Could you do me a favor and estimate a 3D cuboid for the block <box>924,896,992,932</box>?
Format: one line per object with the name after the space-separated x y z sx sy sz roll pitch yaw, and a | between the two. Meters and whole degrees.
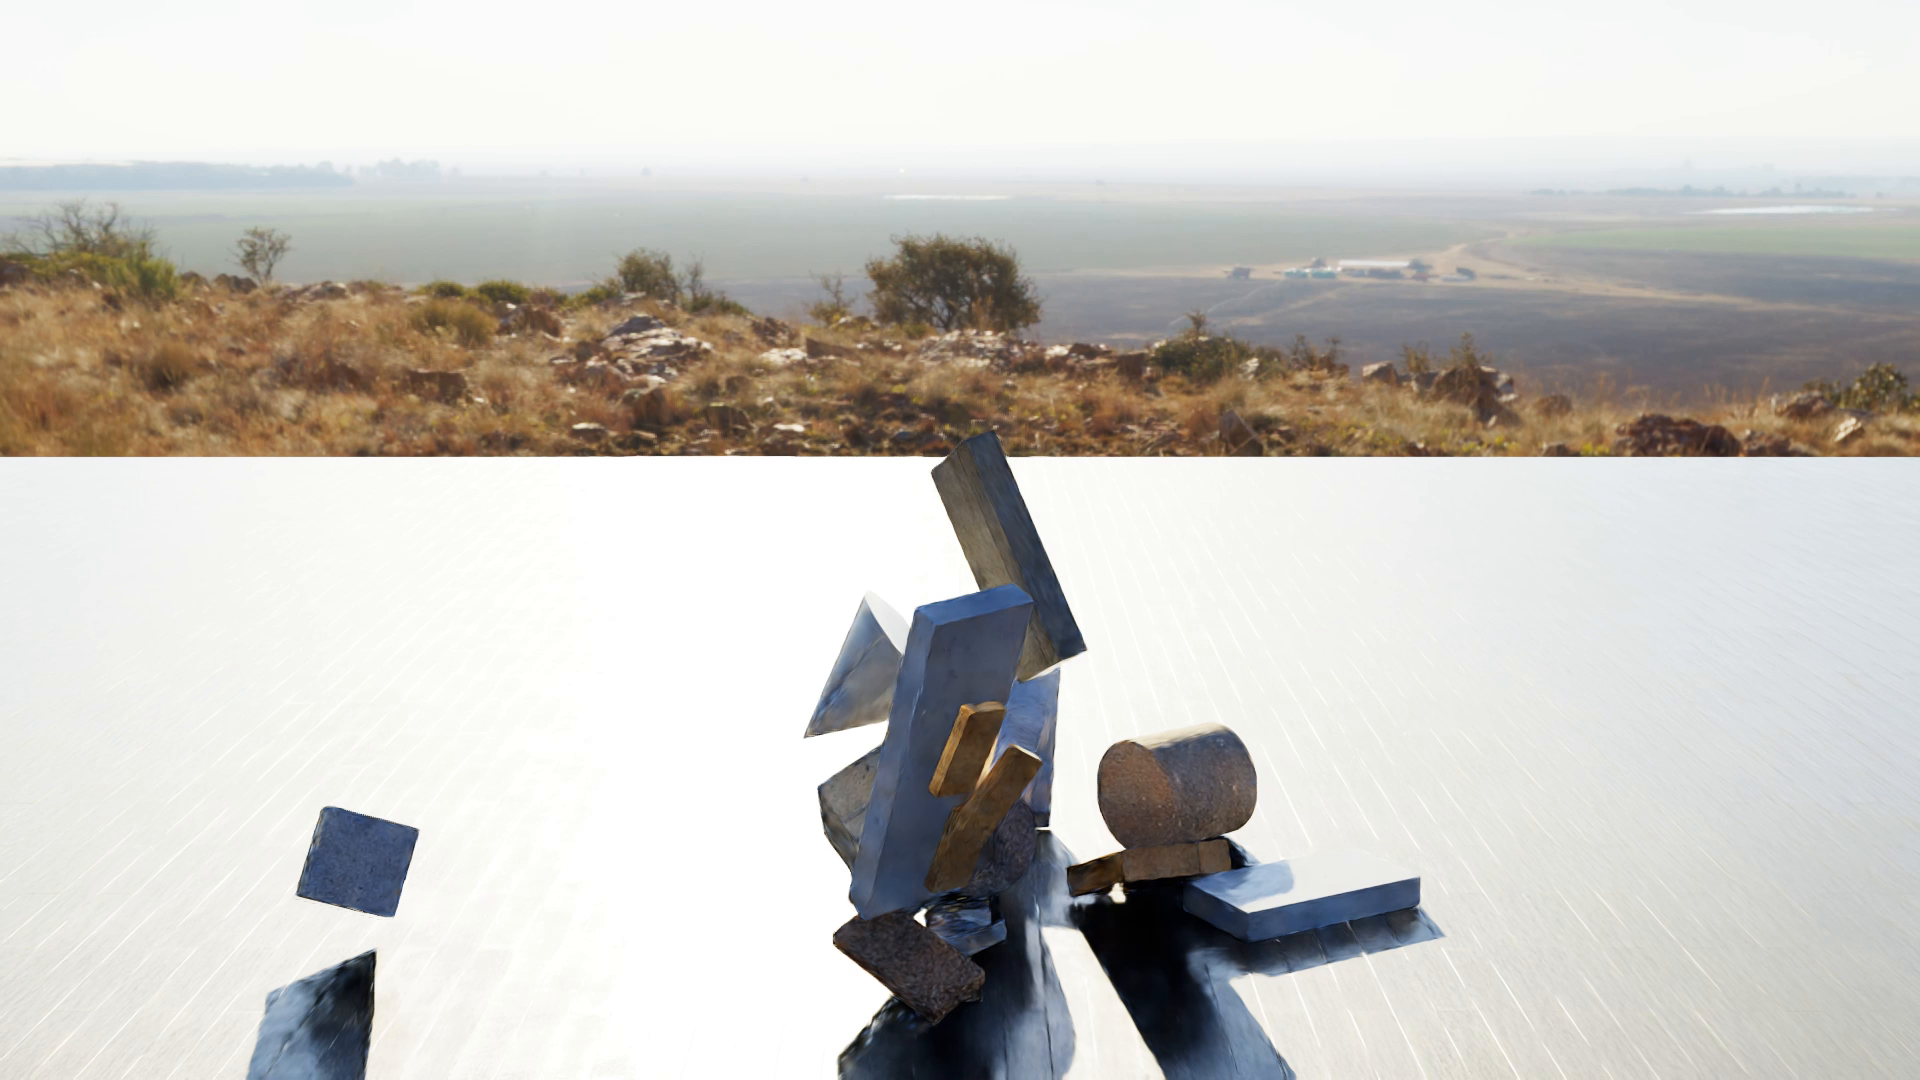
-0.002 0.585 3.440 0.101 0.029 0.202 -7 -4 1 | block

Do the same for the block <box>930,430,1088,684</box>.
0.067 0.027 3.140 0.048 0.338 0.169 -20 -7 -22 | block

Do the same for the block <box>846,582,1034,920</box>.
-0.031 0.299 3.052 0.169 0.507 0.048 -12 39 -37 | block

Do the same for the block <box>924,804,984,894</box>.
0.000 0.438 3.142 0.070 0.140 0.020 -5 34 -42 | block

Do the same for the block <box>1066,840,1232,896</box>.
0.295 0.523 3.499 0.169 0.048 0.338 -4 -12 -13 | block

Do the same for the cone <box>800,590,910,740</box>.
-0.168 0.249 3.553 0.242 0.242 0.242 -40 8 7 | cone

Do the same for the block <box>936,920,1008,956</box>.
-0.006 0.606 3.329 0.101 0.029 0.203 -9 -5 16 | block

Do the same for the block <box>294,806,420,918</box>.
-0.938 0.502 3.421 0.141 0.141 0.141 18 -15 -18 | block

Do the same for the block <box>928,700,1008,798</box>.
0.011 0.288 3.028 0.070 0.140 0.020 -2 32 -43 | block

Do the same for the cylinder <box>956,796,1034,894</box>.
0.022 0.482 3.621 0.190 0.190 0.190 0 -6 -2 | cylinder

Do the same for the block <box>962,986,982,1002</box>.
0.000 0.658 3.265 0.054 0.015 0.109 -2 12 -5 | block

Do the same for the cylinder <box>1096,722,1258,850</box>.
0.386 0.441 3.918 0.203 0.203 0.203 -8 13 -36 | cylinder

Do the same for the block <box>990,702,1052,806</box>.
0.043 0.429 3.965 0.175 0.050 0.351 3 39 14 | block

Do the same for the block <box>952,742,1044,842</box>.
0.054 0.355 3.091 0.020 0.140 0.070 38 2 36 | block

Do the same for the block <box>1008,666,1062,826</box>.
0.091 0.376 4.121 0.175 0.050 0.351 0 48 7 | block

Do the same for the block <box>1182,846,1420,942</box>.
0.560 0.577 3.601 0.351 0.050 0.175 -6 12 -29 | block

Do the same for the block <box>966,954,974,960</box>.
-0.009 0.630 3.318 0.054 0.015 0.109 -5 -5 2 | block

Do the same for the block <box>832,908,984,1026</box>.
-0.075 0.591 3.113 0.202 0.029 0.101 32 50 31 | block

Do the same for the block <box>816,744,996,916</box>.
-0.081 0.436 3.367 0.194 0.194 0.194 -32 65 -17 | block
